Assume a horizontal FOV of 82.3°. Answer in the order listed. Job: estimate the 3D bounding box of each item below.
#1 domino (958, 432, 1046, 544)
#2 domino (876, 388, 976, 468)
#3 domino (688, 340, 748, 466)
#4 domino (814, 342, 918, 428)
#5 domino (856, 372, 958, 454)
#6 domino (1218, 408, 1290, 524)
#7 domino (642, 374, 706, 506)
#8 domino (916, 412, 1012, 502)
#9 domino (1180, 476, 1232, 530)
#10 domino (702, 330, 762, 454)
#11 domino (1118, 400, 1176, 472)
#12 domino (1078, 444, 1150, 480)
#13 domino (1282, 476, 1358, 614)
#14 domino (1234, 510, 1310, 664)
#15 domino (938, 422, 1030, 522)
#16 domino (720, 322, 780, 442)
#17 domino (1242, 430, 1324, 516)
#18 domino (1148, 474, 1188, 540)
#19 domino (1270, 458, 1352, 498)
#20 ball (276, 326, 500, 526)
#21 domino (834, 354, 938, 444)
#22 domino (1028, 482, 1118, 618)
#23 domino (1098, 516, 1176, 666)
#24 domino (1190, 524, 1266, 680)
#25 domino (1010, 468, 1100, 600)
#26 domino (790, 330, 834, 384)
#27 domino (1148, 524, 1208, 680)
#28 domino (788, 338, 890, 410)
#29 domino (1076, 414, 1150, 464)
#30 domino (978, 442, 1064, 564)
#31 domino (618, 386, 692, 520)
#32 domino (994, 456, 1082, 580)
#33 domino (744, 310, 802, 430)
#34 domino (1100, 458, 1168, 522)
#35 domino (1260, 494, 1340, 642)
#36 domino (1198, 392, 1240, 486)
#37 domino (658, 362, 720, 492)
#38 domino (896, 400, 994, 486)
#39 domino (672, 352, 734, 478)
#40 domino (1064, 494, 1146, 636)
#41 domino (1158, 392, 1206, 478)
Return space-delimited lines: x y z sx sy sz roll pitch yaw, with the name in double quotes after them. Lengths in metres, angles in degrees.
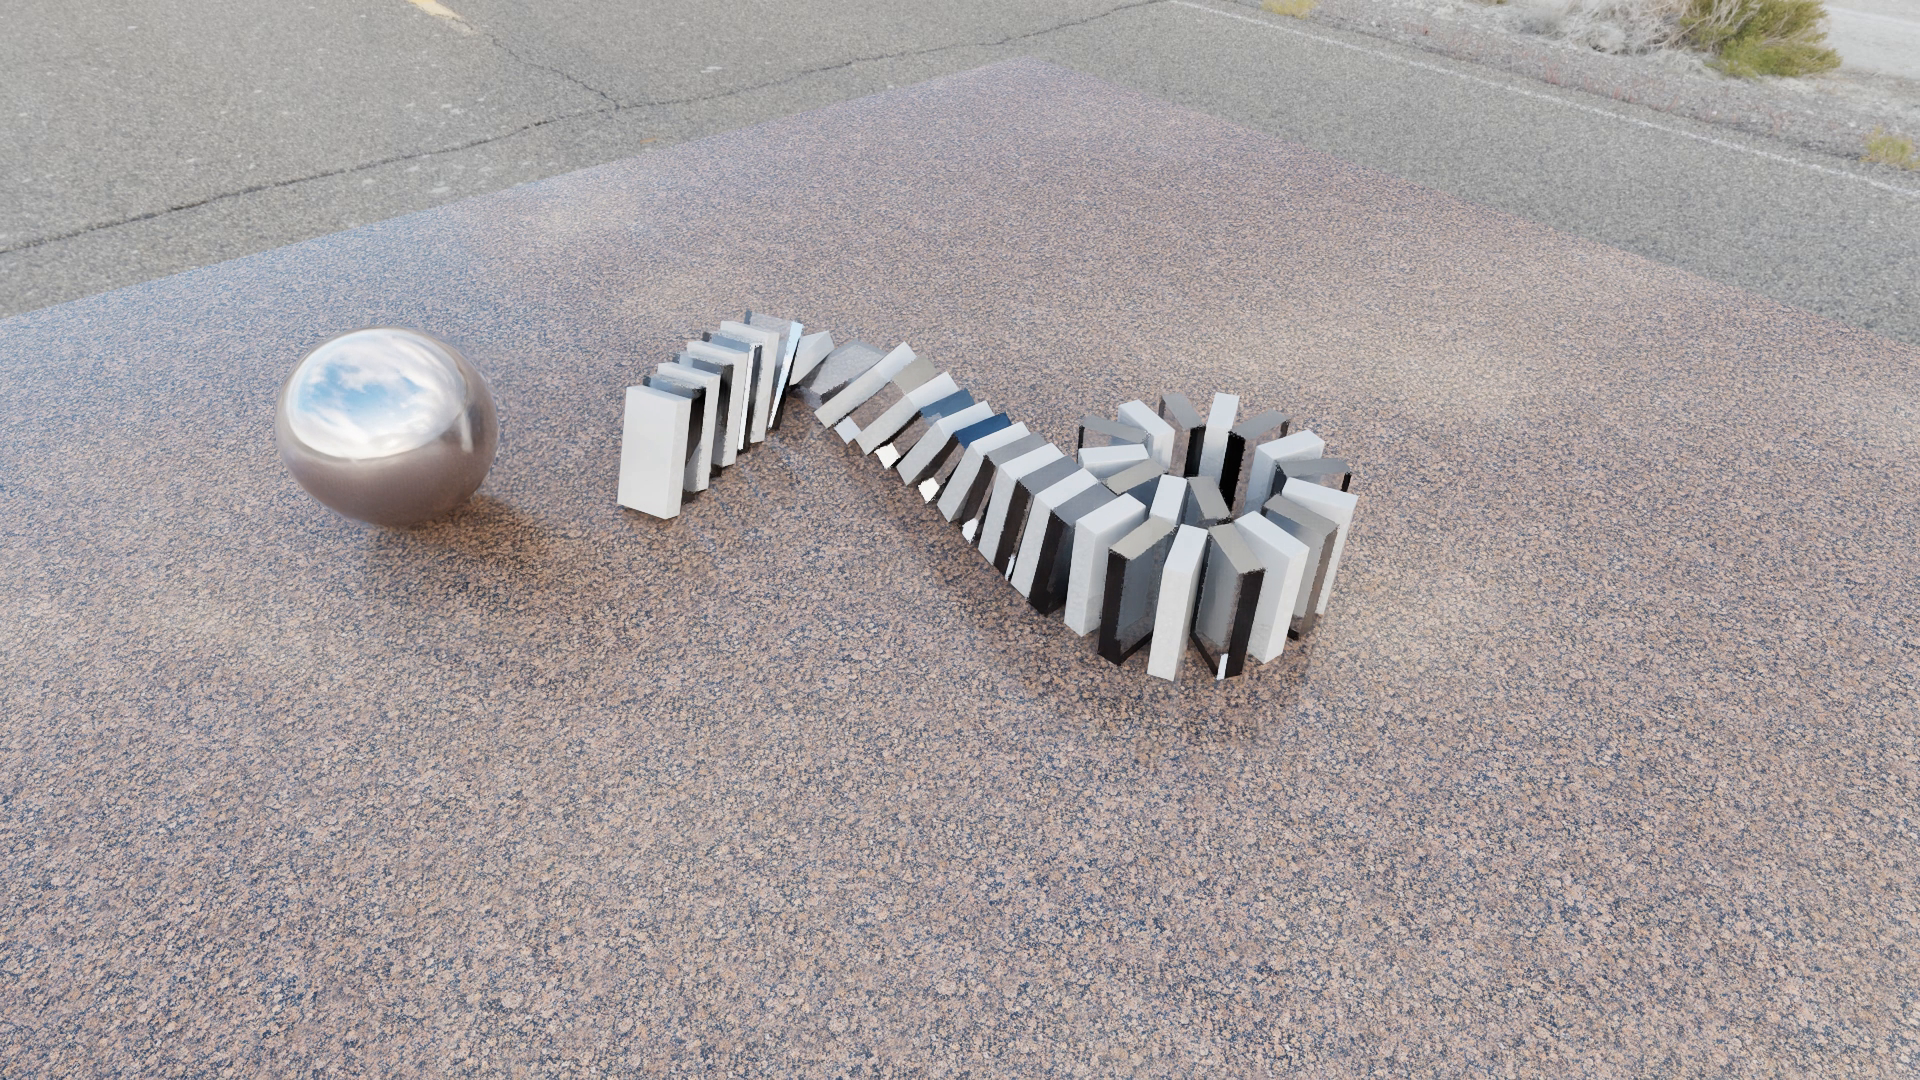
0.017 -0.020 0.436 0.025 0.050 0.009 -25 67 -27 "domino"
-0.015 -0.048 0.474 0.025 0.050 0.009 -29 88 -30 "domino"
-0.109 -0.060 0.485 0.025 0.050 0.009 17 19 20 "domino"
-0.044 -0.071 0.504 0.050 0.009 0.025 -27 16 46 "domino"
-0.024 -0.055 0.485 0.025 0.050 0.009 -36 94 -36 "domino"
0.117 -0.026 0.443 0.025 0.050 0.009 -27 47 -29 "domino"
-0.122 -0.042 0.463 0.025 0.050 0.009 17 19 20 "domino"
0.002 -0.034 0.455 0.025 0.050 0.009 -25 79 -27 "domino"
0.088 0.004 0.407 0.010 0.050 0.025 -3 39 -5 "domino"
-0.105 -0.066 0.492 0.025 0.050 0.010 17 19 20 "domino"
0.073 -0.029 0.446 0.009 0.050 0.025 -18 43 -20 "domino"
0.058 -0.013 0.427 0.025 0.050 0.009 -5 40 -6 "domino"
0.129 0.003 0.408 0.025 0.050 0.010 18 43 21 "domino"
0.106 0.017 0.390 0.010 0.050 0.025 -24 45 -26 "domino"
0.010 -0.027 0.445 0.025 0.050 0.010 -25 73 -27 "domino"
-0.099 -0.072 0.500 0.025 0.050 0.010 17 17 20 "domino"
0.125 -0.017 0.432 0.025 0.050 0.009 -18 43 -21 "domino"
0.074 0.004 0.407 0.010 0.050 0.025 12 41 14 "domino"
0.131 -0.008 0.421 0.025 0.050 0.009 -5 40 -6 "domino"
-0.229 -0.045 0.443 0.080 0.080 0.080 0 39 0 "ball"
-0.034 -0.063 0.493 0.009 0.050 0.025 52 48 -8 "domino"
0.041 0.004 0.406 0.025 0.050 0.009 -30 58 -31 "domino"
0.062 0.018 0.389 0.009 0.050 0.025 32 49 33 "domino"
0.092 0.022 0.385 0.009 0.050 0.025 -9 40 -11 "domino"
0.036 -0.002 0.413 0.025 0.050 0.009 -30 60 -31 "domino"
-0.083 -0.087 0.538 0.025 0.009 0.050 -9 26 21 "domino"
0.076 0.022 0.384 0.010 0.050 0.025 15 42 17 "domino"
-0.059 -0.082 0.544 0.025 0.009 0.050 27 47 29 "domino"
0.060 -0.024 0.440 0.025 0.050 0.009 20 43 23 "domino"
0.024 -0.013 0.427 0.025 0.050 0.009 -25 60 -27 "domino"
-0.127 -0.037 0.456 0.025 0.050 0.009 17 19 20 "domino"
0.030 -0.008 0.420 0.025 0.050 0.010 -27 60 -29 "domino"
-0.091 -0.079 0.510 0.025 0.050 0.009 17 8 20 "domino"
0.063 -0.004 0.416 0.025 0.050 0.009 -24 46 -27 "domino"
0.119 0.011 0.399 0.025 0.050 0.009 32 49 33 "domino"
0.104 -0.032 0.451 0.009 0.050 0.025 12 41 14 "domino"
-0.118 -0.048 0.471 0.025 0.050 0.009 17 19 20 "domino"
-0.006 -0.040 0.464 0.025 0.050 0.009 -26 84 -28 "domino"
-0.114 -0.054 0.478 0.025 0.050 0.009 17 19 20 "domino"
0.052 0.010 0.400 0.025 0.050 0.009 -28 49 -30 "domino"
0.088 -0.032 0.450 0.010 0.050 0.025 -8 40 -9 "domino"
